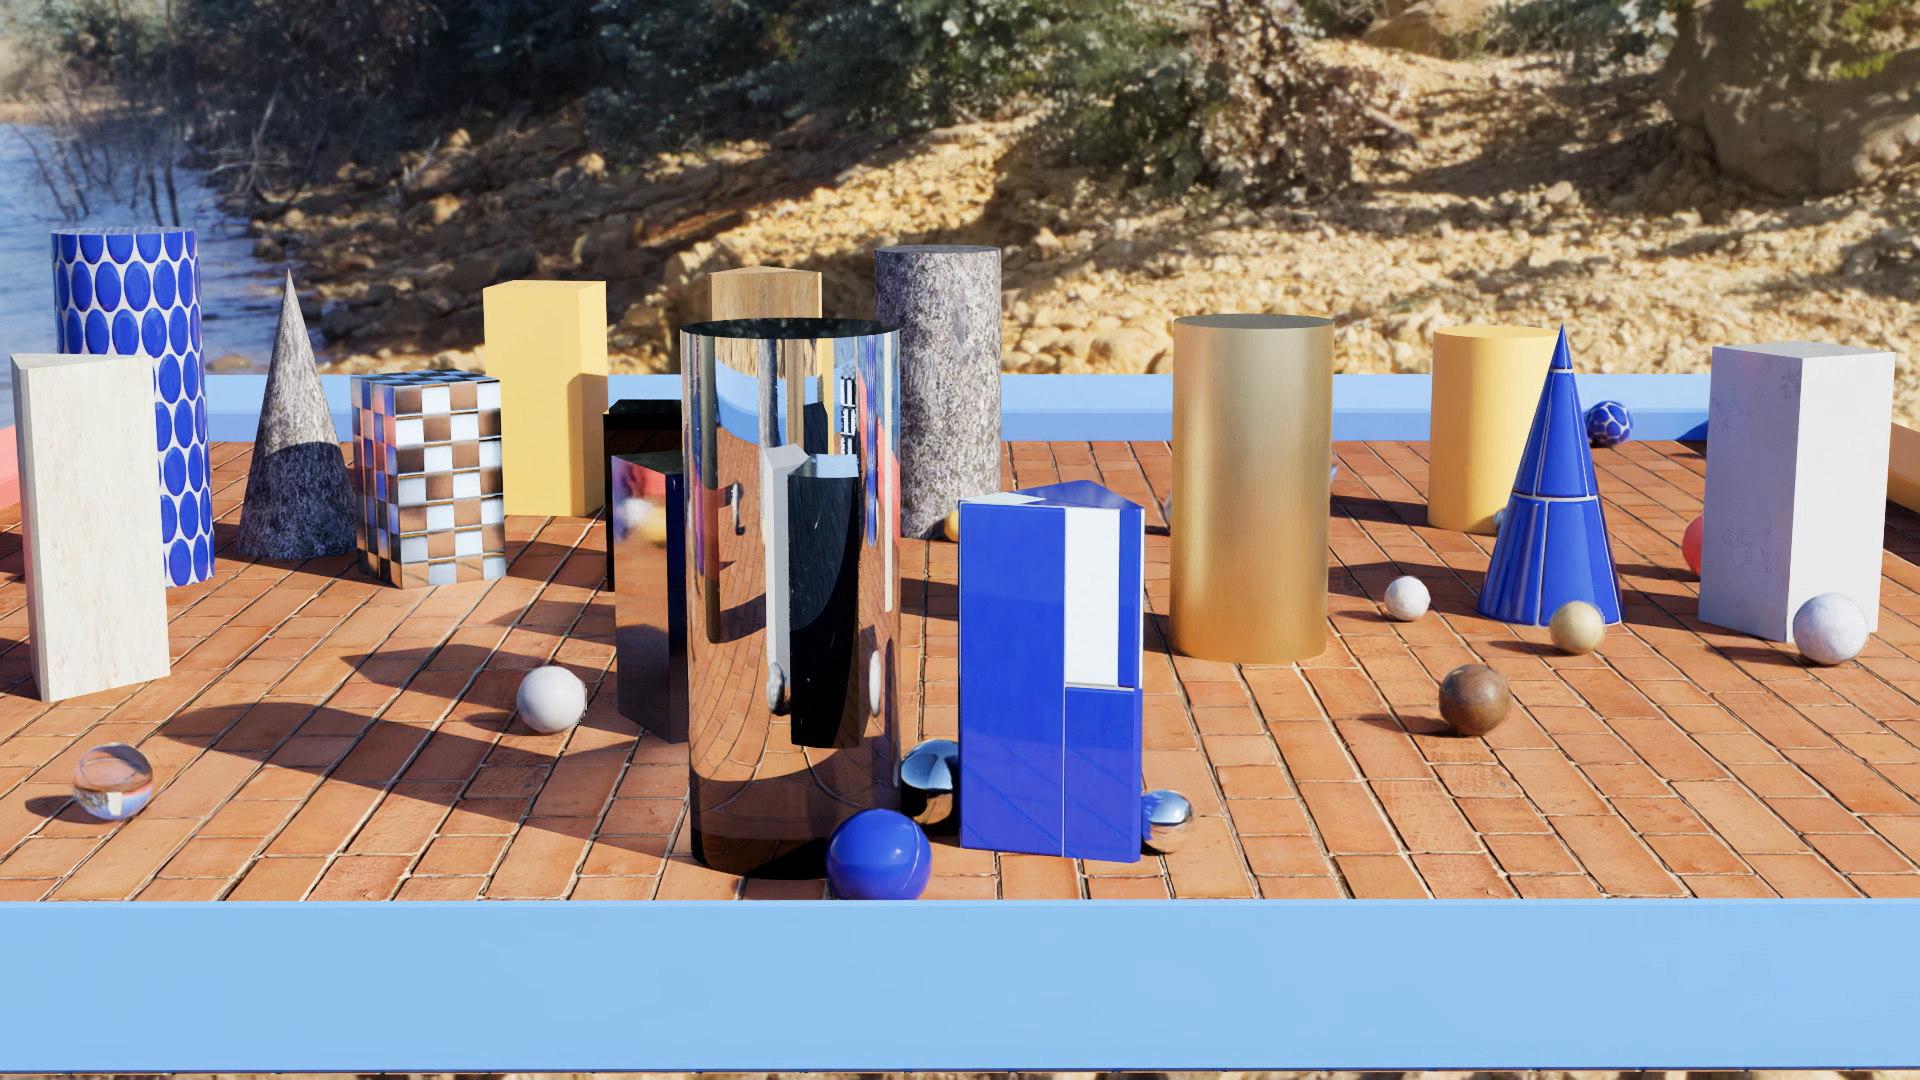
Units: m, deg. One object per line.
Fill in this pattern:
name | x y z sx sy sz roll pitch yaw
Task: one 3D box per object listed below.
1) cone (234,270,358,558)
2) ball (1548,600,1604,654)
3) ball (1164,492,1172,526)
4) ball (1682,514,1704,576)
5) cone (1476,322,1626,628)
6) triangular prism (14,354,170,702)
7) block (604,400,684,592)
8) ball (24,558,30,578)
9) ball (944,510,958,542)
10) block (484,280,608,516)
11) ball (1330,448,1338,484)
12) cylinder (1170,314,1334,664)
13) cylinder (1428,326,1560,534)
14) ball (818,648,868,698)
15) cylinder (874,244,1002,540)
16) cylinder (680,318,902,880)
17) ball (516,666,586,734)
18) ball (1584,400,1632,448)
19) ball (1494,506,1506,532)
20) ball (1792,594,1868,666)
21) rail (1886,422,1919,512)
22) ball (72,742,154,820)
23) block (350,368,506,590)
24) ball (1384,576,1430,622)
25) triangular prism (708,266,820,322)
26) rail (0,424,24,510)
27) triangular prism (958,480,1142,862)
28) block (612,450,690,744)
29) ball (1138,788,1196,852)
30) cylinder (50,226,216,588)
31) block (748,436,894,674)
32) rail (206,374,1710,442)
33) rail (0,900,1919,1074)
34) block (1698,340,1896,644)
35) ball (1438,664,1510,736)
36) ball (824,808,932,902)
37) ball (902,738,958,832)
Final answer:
cone | -1.010 -0.199 3.896 0.199 0.426 0.199 0 10 0
ball | 0.771 0.110 3.210 0.067 0.067 0.067 0 10 0
ball | 0.361 -0.047 4.024 0.081 0.081 0.081 0 10 0
ball | 1.085 0.008 3.673 0.099 0.099 0.099 0 10 0
cone | 0.795 -0.095 3.421 0.199 0.394 0.199 0 10 0
triangular prism | -1.068 -0.023 3.050 0.149 0.388 0.172 8 13 36
block | -0.413 -0.065 3.650 0.159 0.252 0.159 0 10 1
ball | -1.307 0.038 3.654 0.048 0.048 0.048 0 10 0
ball | 0.000 -0.021 3.967 0.051 0.051 0.051 0 10 0
block | -0.682 -0.237 4.253 0.159 0.371 0.159 1 11 8
ball | 0.601 -0.130 4.418 0.100 0.100 0.100 0 10 0
cylinder | 0.365 -0.069 3.224 0.199 0.414 0.199 0 10 0
cylinder | 0.855 -0.180 4.112 0.199 0.309 0.199 0 10 0
ball | -0.137 0.155 2.992 0.058 0.058 0.058 0 10 0
cylinder | -0.035 -0.237 4.049 0.199 0.444 0.199 0 10 0
cylinder | -0.154 0.049 2.377 0.199 0.491 0.199 0 10 0
ball | -0.452 0.176 2.833 0.075 0.075 0.075 0 10 0
ball | 1.251 -0.225 4.954 0.091 0.091 0.091 0 10 0
ball | 0.859 -0.029 4.014 0.048 0.048 0.048 0 10 0
ball | 1.069 0.110 3.153 0.088 0.088 0.088 0 10 0
rail | 1.564 0.032 3.458 0.045 0.129 3.217 0 10 0
ball | -0.827 0.236 2.506 0.076 0.076 0.076 0 10 0
block | -0.766 -0.091 3.694 0.159 0.287 0.159 -7 13 -35
ball | 0.593 0.079 3.402 0.059 0.059 0.059 0 10 0
triangular prism | -0.313 -0.224 4.071 0.172 0.410 0.149 -2 11 -8
rail | -1.564 0.035 3.440 0.045 0.129 3.217 0 10 0
triangular prism | 0.102 0.118 2.440 0.172 0.332 0.149 3 11 16
block | -0.282 0.057 2.869 0.159 0.296 0.159 -6 12 -28
ball | 0.191 0.263 2.404 0.060 0.060 0.060 0 10 0
cylinder | -1.178 -0.192 3.659 0.199 0.497 0.199 0 10 0
block | -0.184 0.016 3.176 0.159 0.265 0.159 3 11 18
rail | -0.009 -0.255 5.007 3.176 0.129 0.045 0 10 0
rail | 0.009 0.321 1.891 3.176 0.129 0.045 0 10 0
block | 1.088 -0.067 3.346 0.159 0.365 0.159 -5 12 -27
ball | 0.566 0.176 2.825 0.079 0.079 0.079 0 10 0
ball | -0.071 0.279 2.223 0.094 0.094 0.094 0 10 0
ball | -0.019 0.236 2.465 0.090 0.090 0.090 0 10 0
